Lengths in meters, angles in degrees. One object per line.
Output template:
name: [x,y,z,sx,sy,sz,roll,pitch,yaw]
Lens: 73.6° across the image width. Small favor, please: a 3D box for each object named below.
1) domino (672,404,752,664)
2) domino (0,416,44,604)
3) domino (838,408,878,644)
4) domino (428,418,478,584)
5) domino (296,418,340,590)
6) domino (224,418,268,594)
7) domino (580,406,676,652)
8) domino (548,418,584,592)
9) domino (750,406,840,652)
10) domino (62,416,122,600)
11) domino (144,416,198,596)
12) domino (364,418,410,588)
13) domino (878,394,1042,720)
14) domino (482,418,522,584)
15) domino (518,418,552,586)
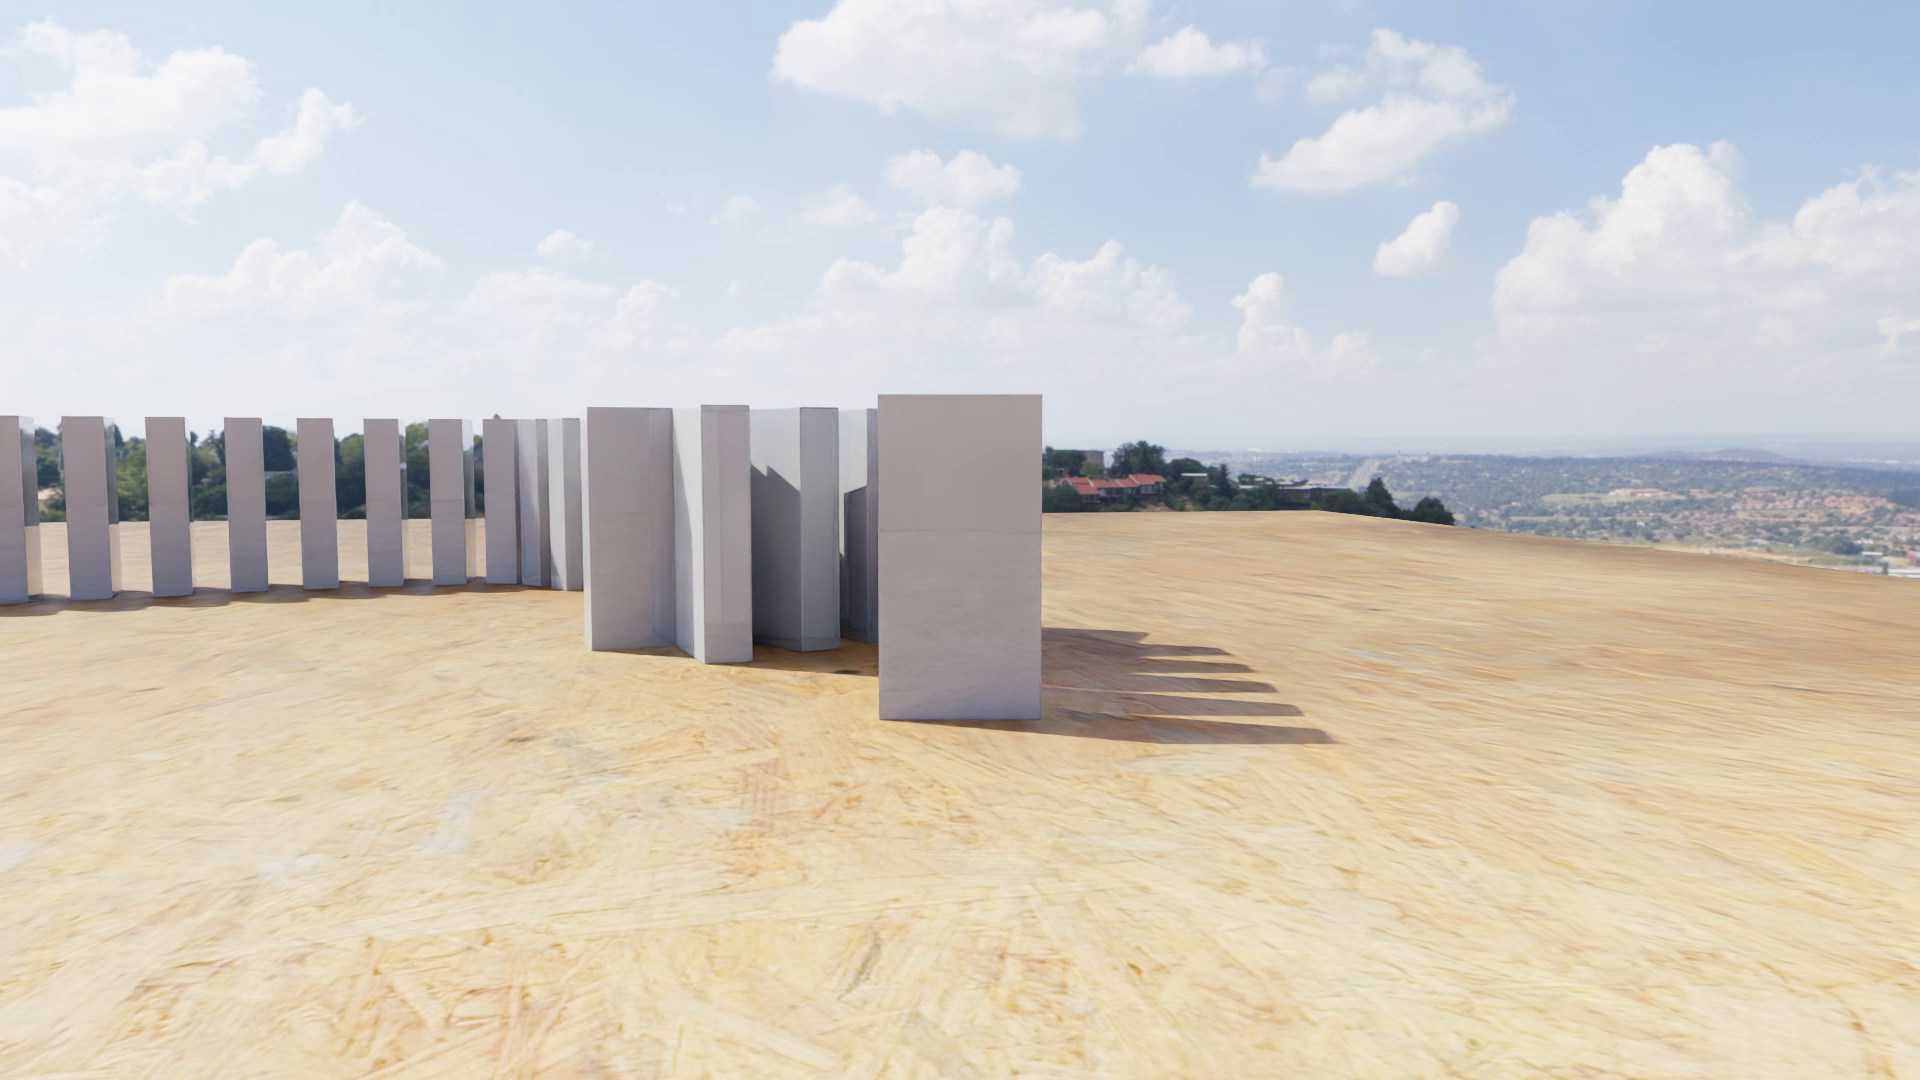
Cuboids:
domino: [-0.050,-0.002,0.259,0.009,0.050,0.025,-2,5,-25]
domino: [-0.260,-0.009,0.351,0.009,0.050,0.025,-2,5,-28]
domino: [-0.023,-0.004,0.285,0.009,0.050,0.025,-3,5,-36]
domino: [-0.157,-0.012,0.399,0.009,0.050,0.025,-1,4,-14]
domino: [-0.193,-0.011,0.386,0.010,0.050,0.025,-2,5,-25]
domino: [-0.210,-0.011,0.377,0.009,0.050,0.025,-2,5,-28]
domino: [-0.066,-0.003,0.271,0.025,0.050,0.010,-2,5,-25]
domino: [-0.108,-0.011,0.381,0.025,0.050,0.009,-4,6,-43]
domino: [-0.037,-0.003,0.272,0.010,0.050,0.025,-4,6,-41]
domino: [-0.243,-0.009,0.360,0.010,0.050,0.025,-2,5,-28]
domino: [-0.226,-0.010,0.368,0.009,0.050,0.025,-2,5,-28]
domino: [-0.175,-0.012,0.393,0.009,0.050,0.025,-1,5,-19]
domino: [0.000,0.002,0.201,0.025,0.050,0.010,0,4,0]
domino: [-0.139,-0.013,0.401,0.009,0.050,0.025,0,4,3]
domino: [-0.121,-0.012,0.394,0.009,0.050,0.025,3,5,38]
